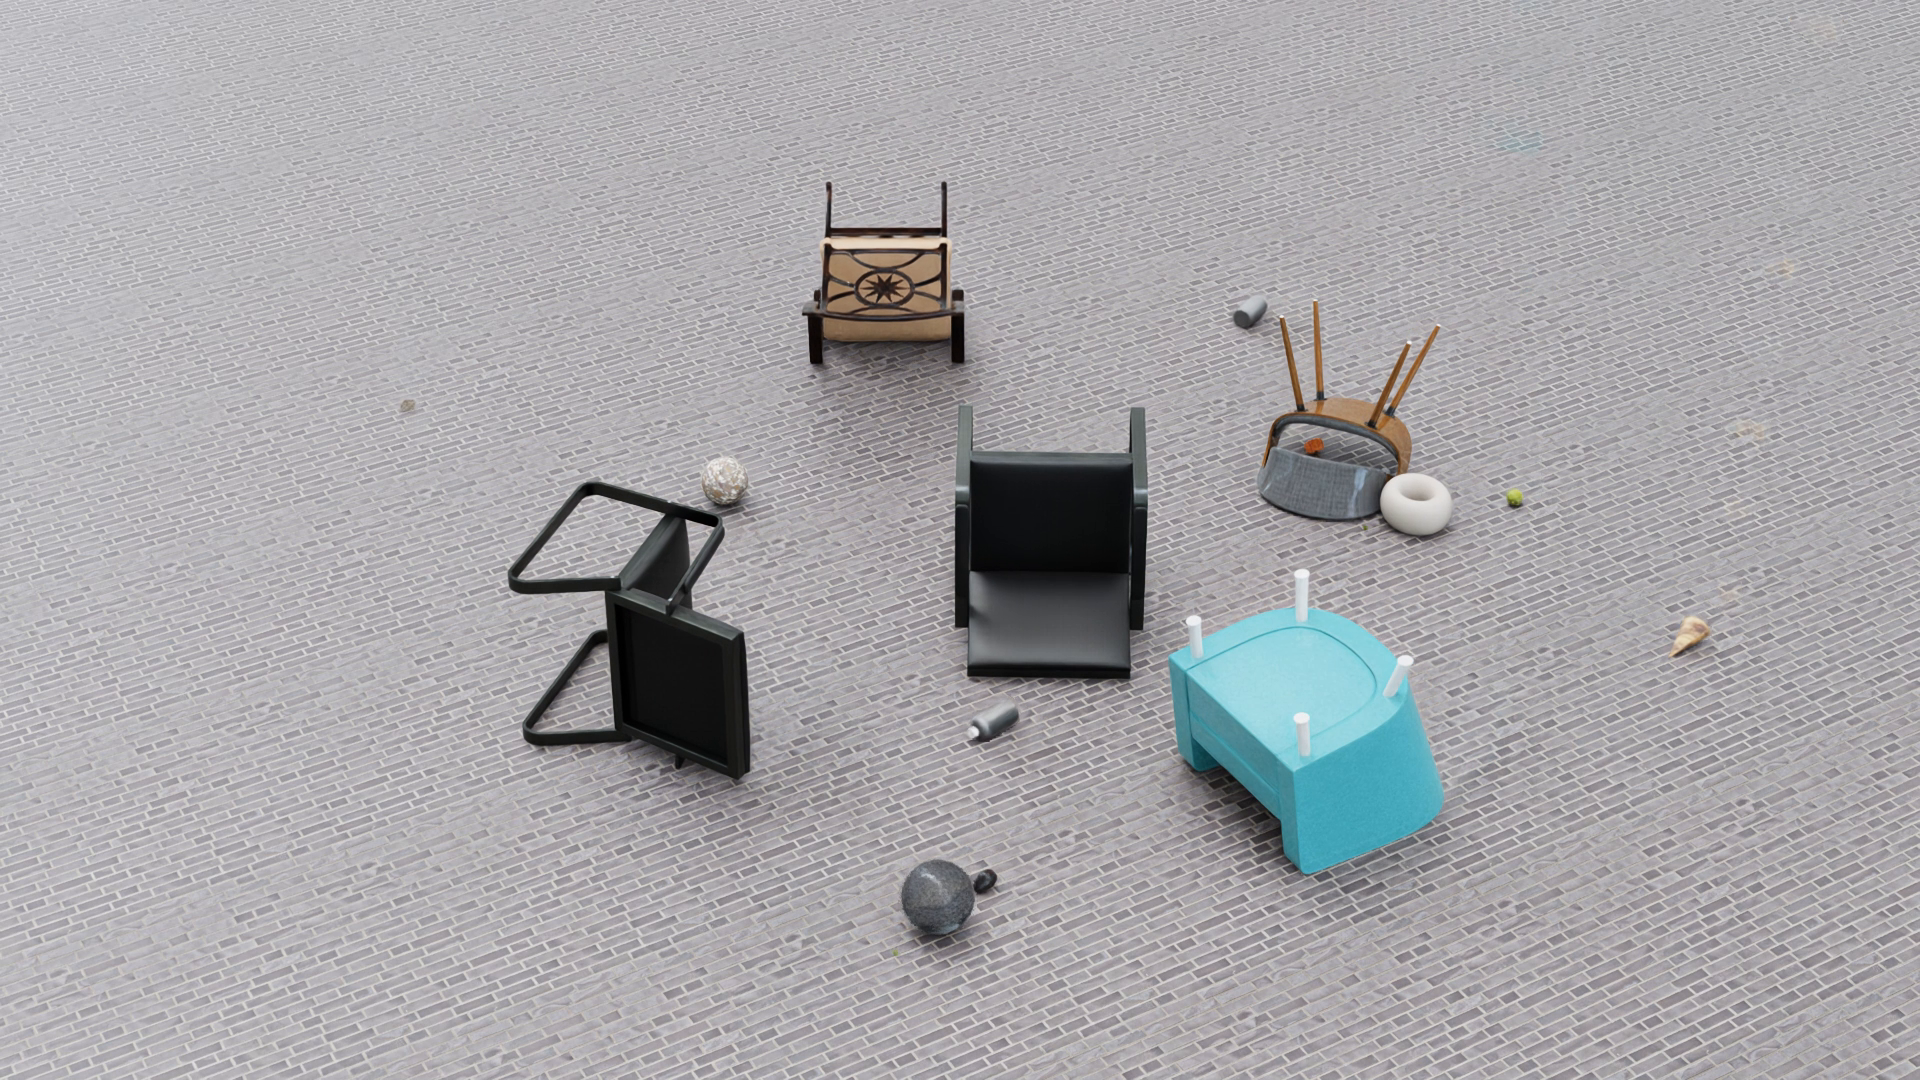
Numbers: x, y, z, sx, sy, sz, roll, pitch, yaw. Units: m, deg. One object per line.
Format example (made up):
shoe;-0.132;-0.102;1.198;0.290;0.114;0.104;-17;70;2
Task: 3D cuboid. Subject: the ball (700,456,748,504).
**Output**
ball;-0.893;-0.224;11.120;0.182;0.182;0.182;0;33;0

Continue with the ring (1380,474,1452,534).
ring;1.714;-0.134;11.019;0.259;0.144;0.284;-22;41;-27

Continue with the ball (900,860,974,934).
ball;-0.068;1.103;9.062;0.229;0.229;0.229;0;33;0

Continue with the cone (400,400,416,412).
cone;-2.220;-0.544;11.750;0.062;0.047;0.063;-17;17;-21

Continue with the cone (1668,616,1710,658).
cone;2.550;0.362;10.351;0.181;0.098;0.112;-43;25;-24
